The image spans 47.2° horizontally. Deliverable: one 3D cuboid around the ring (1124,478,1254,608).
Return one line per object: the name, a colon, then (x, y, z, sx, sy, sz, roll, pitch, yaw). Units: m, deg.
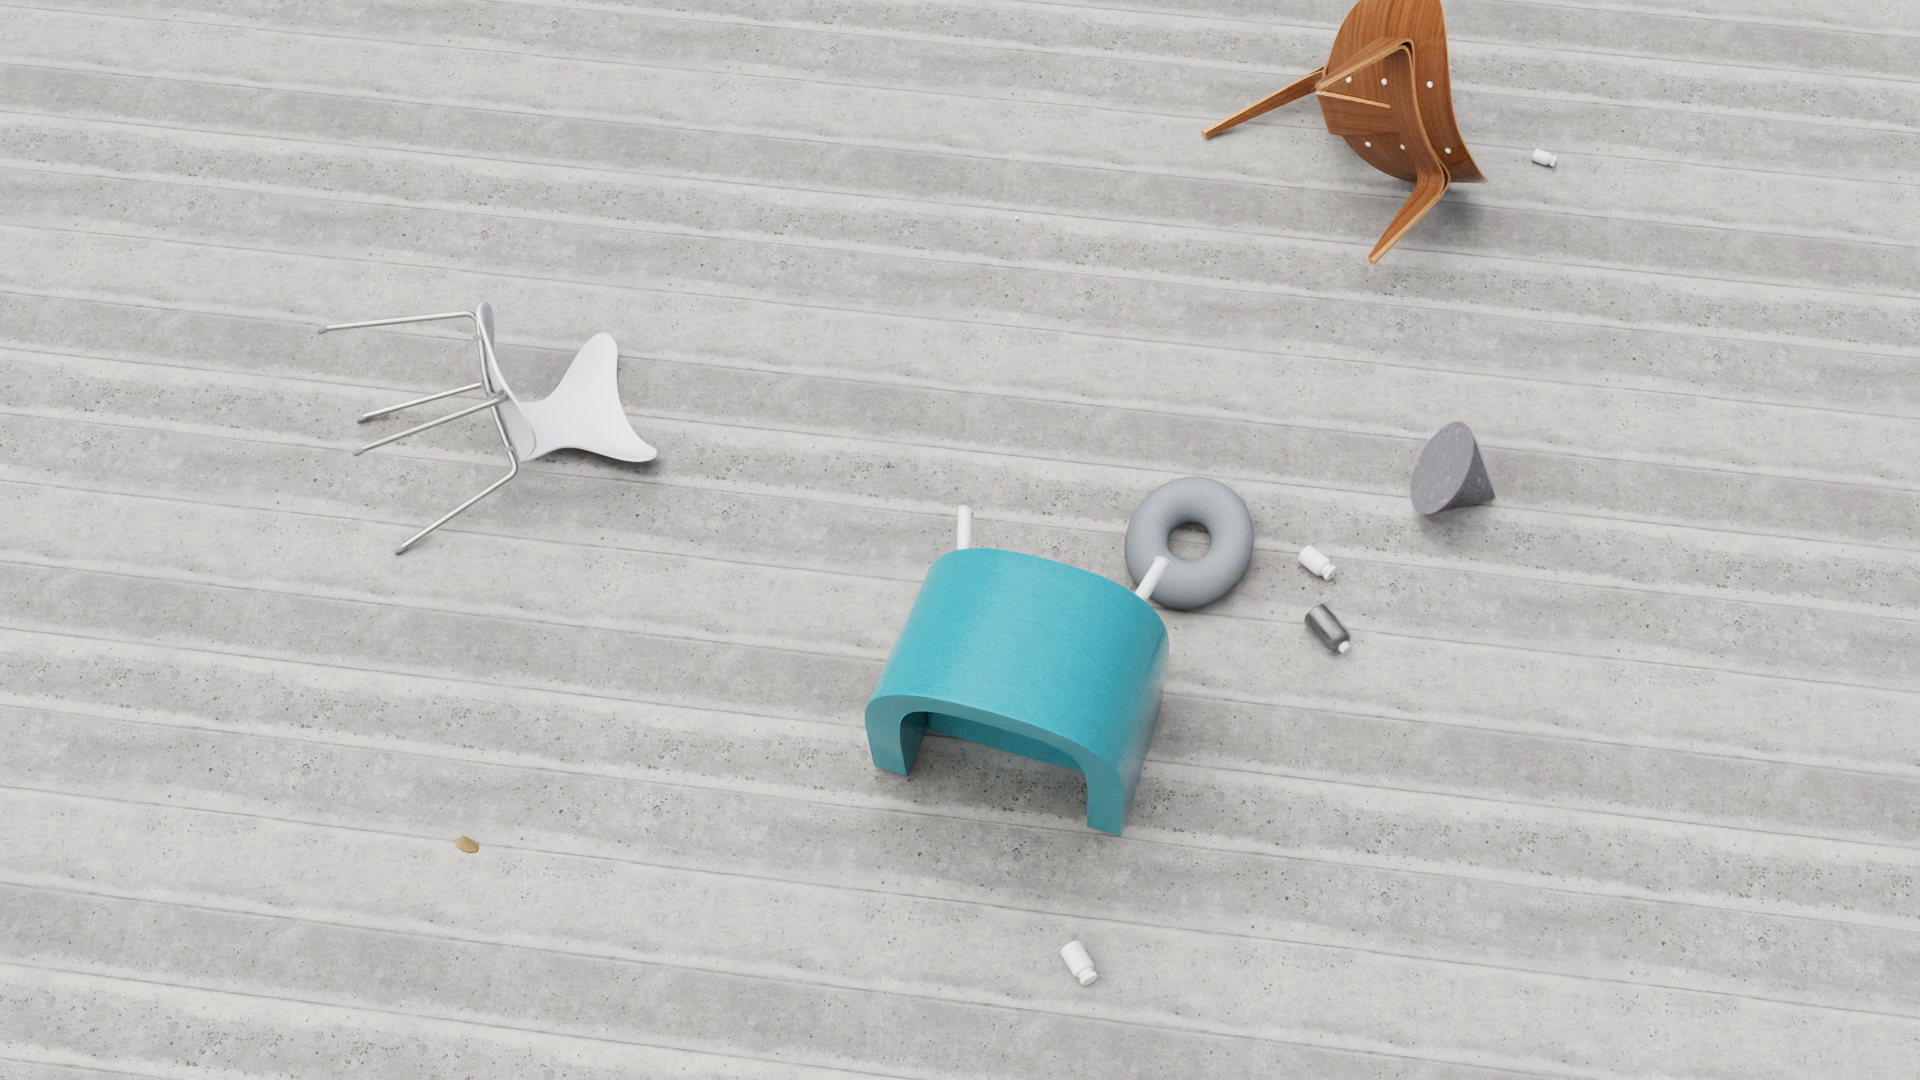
ring: (0.678, 0.005, 6.503, 0.375, 0.113, 0.463, 16, 58, 12)

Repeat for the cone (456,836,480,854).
cone: (-1.348, 0.818, 5.989, 0.074, 0.060, 0.042, 21, 59, 14)

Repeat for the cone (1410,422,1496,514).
cone: (1.532, -0.169, 6.617, 0.219, 0.273, 0.314, 27, 57, -21)
